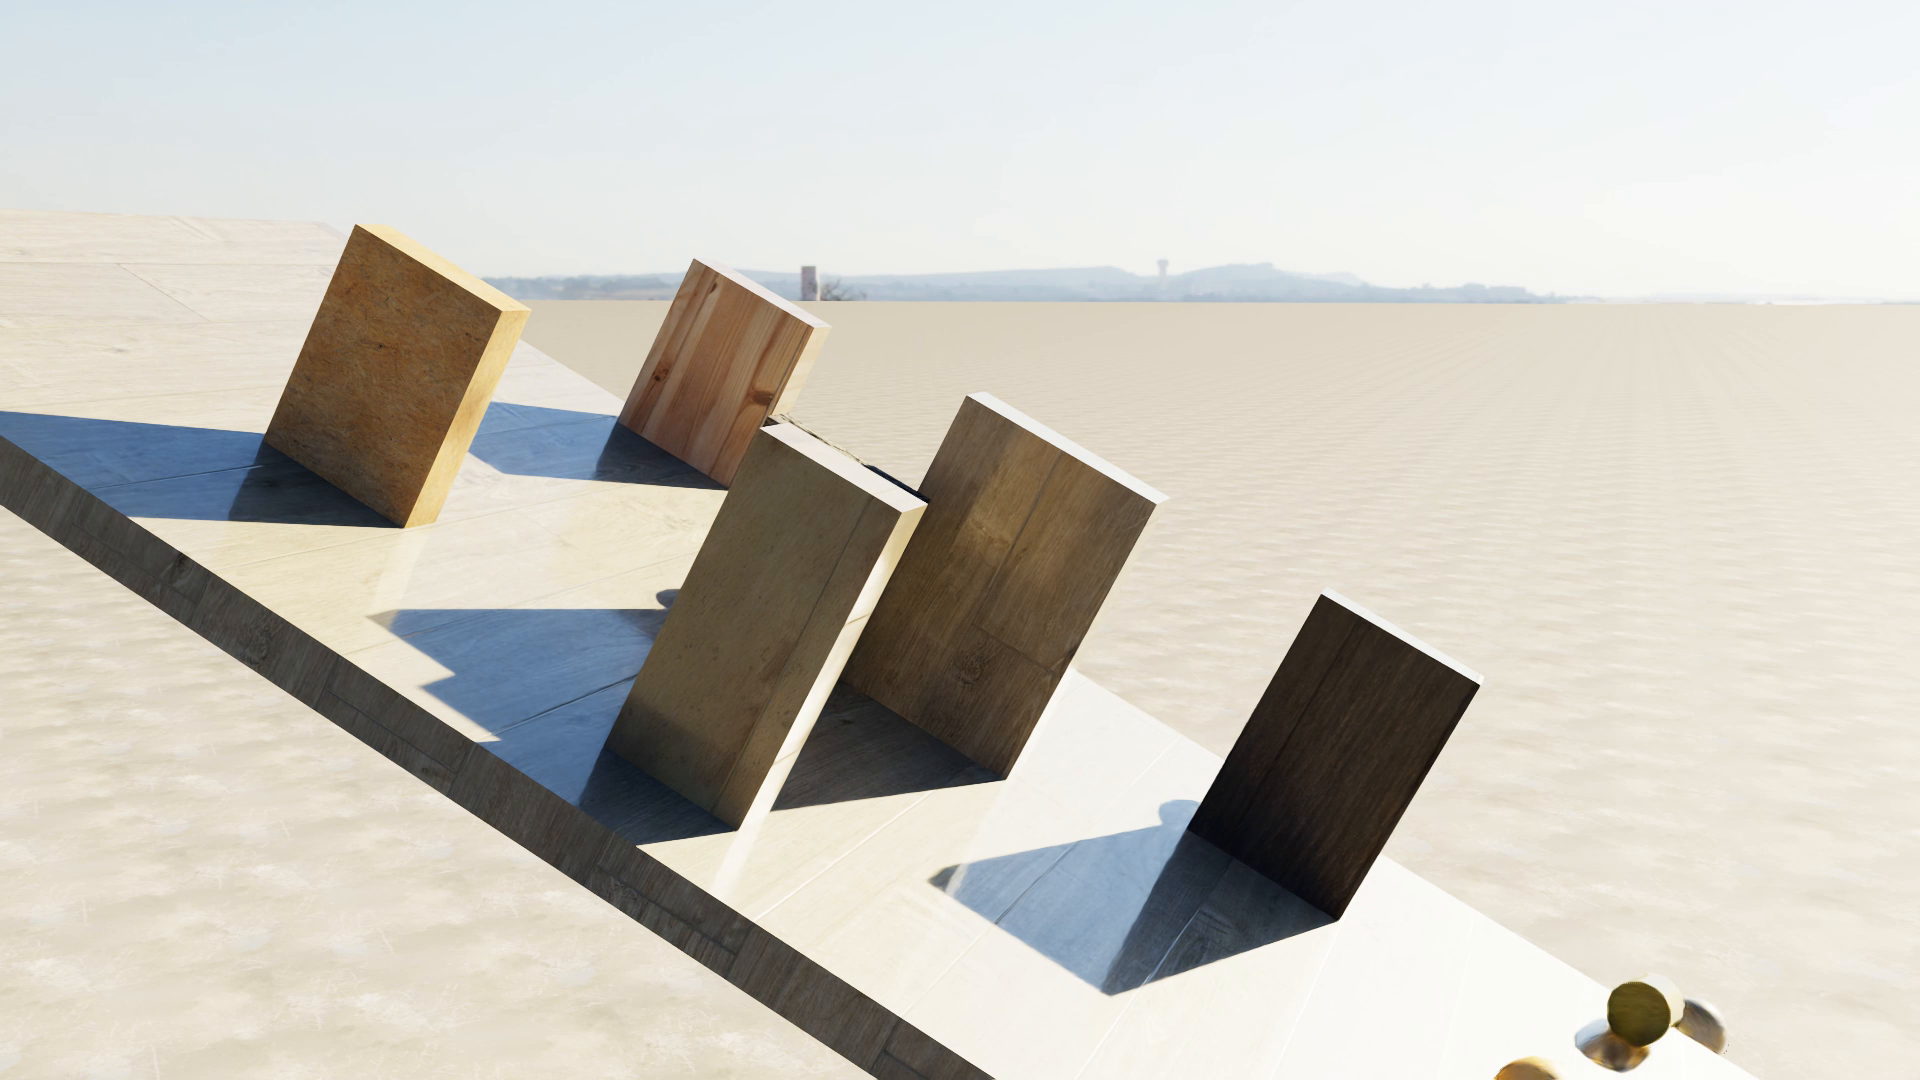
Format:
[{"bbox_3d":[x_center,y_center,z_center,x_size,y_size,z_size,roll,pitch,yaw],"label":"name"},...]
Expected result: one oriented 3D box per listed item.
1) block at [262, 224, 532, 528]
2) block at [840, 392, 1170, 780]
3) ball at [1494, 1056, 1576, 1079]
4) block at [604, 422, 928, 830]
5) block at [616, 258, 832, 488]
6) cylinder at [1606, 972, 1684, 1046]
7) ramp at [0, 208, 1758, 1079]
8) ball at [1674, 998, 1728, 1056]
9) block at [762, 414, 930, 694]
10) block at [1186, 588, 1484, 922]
[{"bbox_3d":[-1.000,-0.291,3.899,0.320,0.434,0.105,31,14,12],"label":"block"},{"bbox_3d":[0.068,0.085,4.191,0.412,0.606,0.122,31,14,12],"label":"block"},{"bbox_3d":[0.972,0.953,3.711,0.160,0.160,0.160,0,7,0],"label":"ball"},{"bbox_3d":[-0.303,0.133,3.405,0.256,0.570,0.123,31,14,12],"label":"block"},{"bbox_3d":[-0.546,-0.384,5.083,0.333,0.426,0.113,31,14,12],"label":"block"},{"bbox_3d":[1.413,0.967,4.536,0.130,0.130,0.130,4,0,29],"label":"cylinder"},{"bbox_3d":[-0.217,0.360,4.145,4.000,0.100,2.000,31,14,12],"label":"ramp"},{"bbox_3d":[1.632,1.096,4.902,0.150,0.150,0.150,0,7,0],"label":"ball"},{"bbox_3d":[-0.297,0.033,4.068,0.324,0.426,0.084,31,14,12],"label":"block"},{"bbox_3d":[0.738,0.423,4.348,0.349,0.553,0.092,31,14,12],"label":"block"}]
